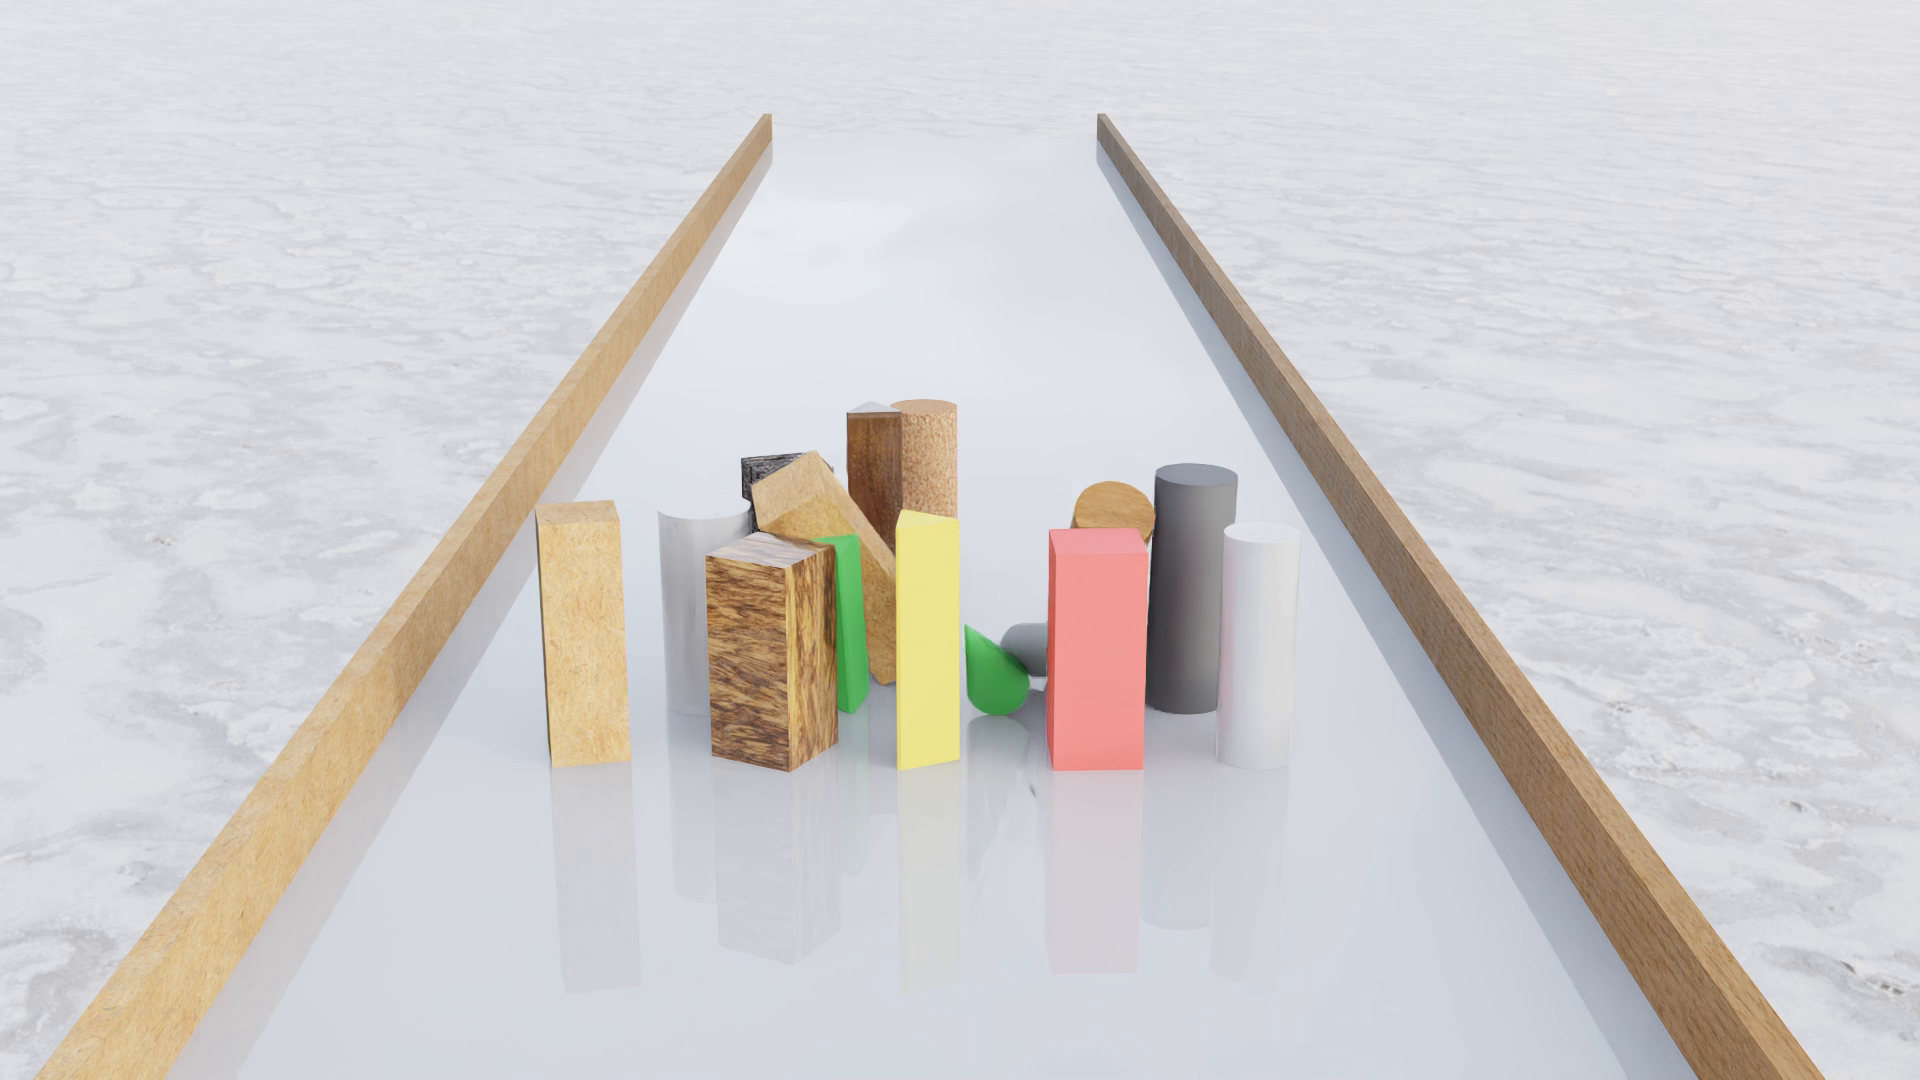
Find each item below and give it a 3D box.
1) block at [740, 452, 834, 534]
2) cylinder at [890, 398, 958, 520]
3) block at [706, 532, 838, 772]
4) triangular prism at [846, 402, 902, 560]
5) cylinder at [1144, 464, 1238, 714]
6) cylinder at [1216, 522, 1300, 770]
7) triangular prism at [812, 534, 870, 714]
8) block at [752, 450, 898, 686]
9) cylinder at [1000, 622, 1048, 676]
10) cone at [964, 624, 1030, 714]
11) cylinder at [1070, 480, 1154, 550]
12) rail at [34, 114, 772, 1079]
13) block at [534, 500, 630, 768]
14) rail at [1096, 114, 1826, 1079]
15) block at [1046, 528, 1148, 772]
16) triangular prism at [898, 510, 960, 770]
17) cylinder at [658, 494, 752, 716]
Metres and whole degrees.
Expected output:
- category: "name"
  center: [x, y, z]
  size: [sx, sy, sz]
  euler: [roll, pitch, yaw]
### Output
- category: "block"
  center: [-0.341, 0.038, 4.403]
  size: [0.149, 0.396, 0.149]
  euler: [-6, 18, -20]
- category: "cylinder"
  center: [-0.081, -0.105, 4.893]
  size: [0.150, 0.392, 0.150]
  euler: [0, 17, 0]
- category: "block"
  center: [-0.332, 0.196, 3.909]
  size: [0.164, 0.375, 0.164]
  euler: [9, 19, 27]
- category: "triangular prism"
  center: [-0.183, -0.063, 4.648]
  size: [0.113, 0.450, 0.098]
  euler: [-2, 17, -7]
- category: "cylinder"
  center: [0.432, 0.091, 4.130]
  size: [0.153, 0.446, 0.153]
  euler: [1, 18, 0]
- category: "cylinder"
  center: [0.524, 0.186, 3.873]
  size: [0.133, 0.416, 0.133]
  euler: [0, 17, 0]
- category: "triangular prism"
  center: [-0.210, 0.150, 4.107]
  size: [0.078, 0.335, 0.091]
  euler: [-23, 33, -34]
- category: "block"
  center: [-0.211, 0.057, 4.187]
  size: [0.141, 0.457, 0.141]
  euler: [-29, 36, 9]
- category: "cylinder"
  center: [0.167, 0.206, 4.142]
  size: [0.103, 0.103, 0.308]
  euler: [-5, -1, -15]
- category: "cone"
  center: [0.039, 0.207, 3.952]
  size: [0.120, 0.120, 0.404]
  euler: [3, -18, 11]
- category: "cylinder"
  center: [0.260, 0.080, 4.182]
  size: [0.148, 0.452, 0.148]
  euler: [3, 55, -5]
- category: "rail"
  center: [-1.118, -0.838, 7.780]
  size: [0.050, 0.150, 12.000]
  euler: [0, 17, -1]
- category: "block"
  center: [-0.668, 0.165, 3.894]
  size: [0.138, 0.444, 0.138]
  euler: [-4, 17, -13]
- category: "rail"
  center: [0.932, -0.844, 7.801]
  size: [0.050, 0.150, 12.000]
  euler: [0, 17, -1]
- category: "block"
  center: [0.240, 0.192, 3.884]
  size: [0.158, 0.397, 0.158]
  euler: [-1, 17, -2]
- category: "triangular prism"
  center: [-0.077, 0.172, 3.873]
  size: [0.119, 0.442, 0.103]
  euler: [-8, 18, -26]
- category: "cylinder"
  center: [-0.475, 0.121, 4.145]
  size: [0.174, 0.384, 0.174]
  euler: [0, 17, 0]
